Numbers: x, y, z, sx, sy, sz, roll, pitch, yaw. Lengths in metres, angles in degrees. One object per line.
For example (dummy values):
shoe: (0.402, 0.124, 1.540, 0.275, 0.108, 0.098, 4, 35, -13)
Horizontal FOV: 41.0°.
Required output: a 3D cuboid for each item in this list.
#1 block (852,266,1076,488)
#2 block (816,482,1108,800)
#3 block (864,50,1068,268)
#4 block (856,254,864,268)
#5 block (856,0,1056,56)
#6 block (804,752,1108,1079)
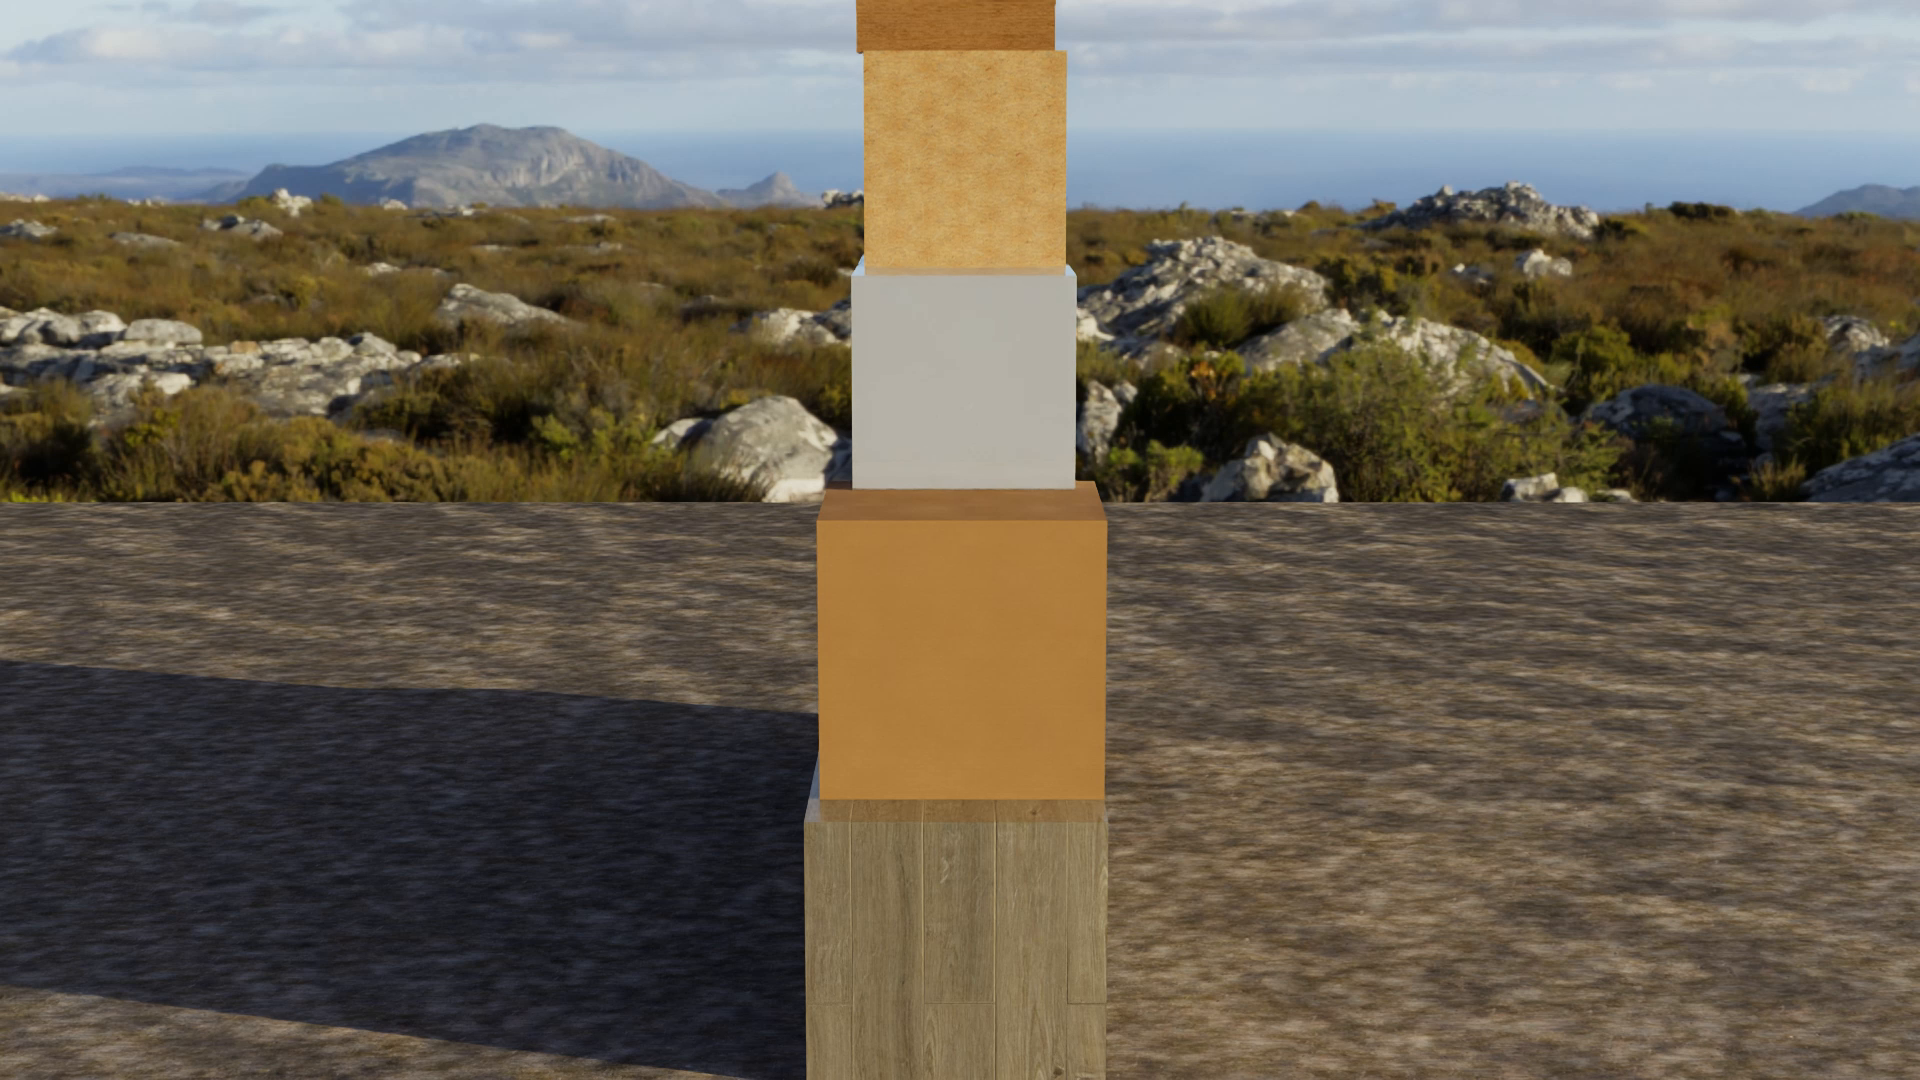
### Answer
block: (0.014, -0.642, 9.894, 0.832, 0.794, 0.733, 0, 9, 0)
block: (0.007, 0.348, 9.462, 1.013, 1.006, 0.880, 0, 10, 0)
block: (0.020, -1.531, 10.289, 0.781, 0.831, 0.772, 0, 9, 0)
block: (-0.014, -0.826, 11.347, 0.857, 0.810, 0.947, 0, 11, 0)
block: (-0.017, -2.392, 10.479, 0.785, 0.807, 0.799, 0, 9, 0)
block: (-0.014, 1.362, 9.389, 1.050, 0.962, 0.941, 0, 10, 0)
